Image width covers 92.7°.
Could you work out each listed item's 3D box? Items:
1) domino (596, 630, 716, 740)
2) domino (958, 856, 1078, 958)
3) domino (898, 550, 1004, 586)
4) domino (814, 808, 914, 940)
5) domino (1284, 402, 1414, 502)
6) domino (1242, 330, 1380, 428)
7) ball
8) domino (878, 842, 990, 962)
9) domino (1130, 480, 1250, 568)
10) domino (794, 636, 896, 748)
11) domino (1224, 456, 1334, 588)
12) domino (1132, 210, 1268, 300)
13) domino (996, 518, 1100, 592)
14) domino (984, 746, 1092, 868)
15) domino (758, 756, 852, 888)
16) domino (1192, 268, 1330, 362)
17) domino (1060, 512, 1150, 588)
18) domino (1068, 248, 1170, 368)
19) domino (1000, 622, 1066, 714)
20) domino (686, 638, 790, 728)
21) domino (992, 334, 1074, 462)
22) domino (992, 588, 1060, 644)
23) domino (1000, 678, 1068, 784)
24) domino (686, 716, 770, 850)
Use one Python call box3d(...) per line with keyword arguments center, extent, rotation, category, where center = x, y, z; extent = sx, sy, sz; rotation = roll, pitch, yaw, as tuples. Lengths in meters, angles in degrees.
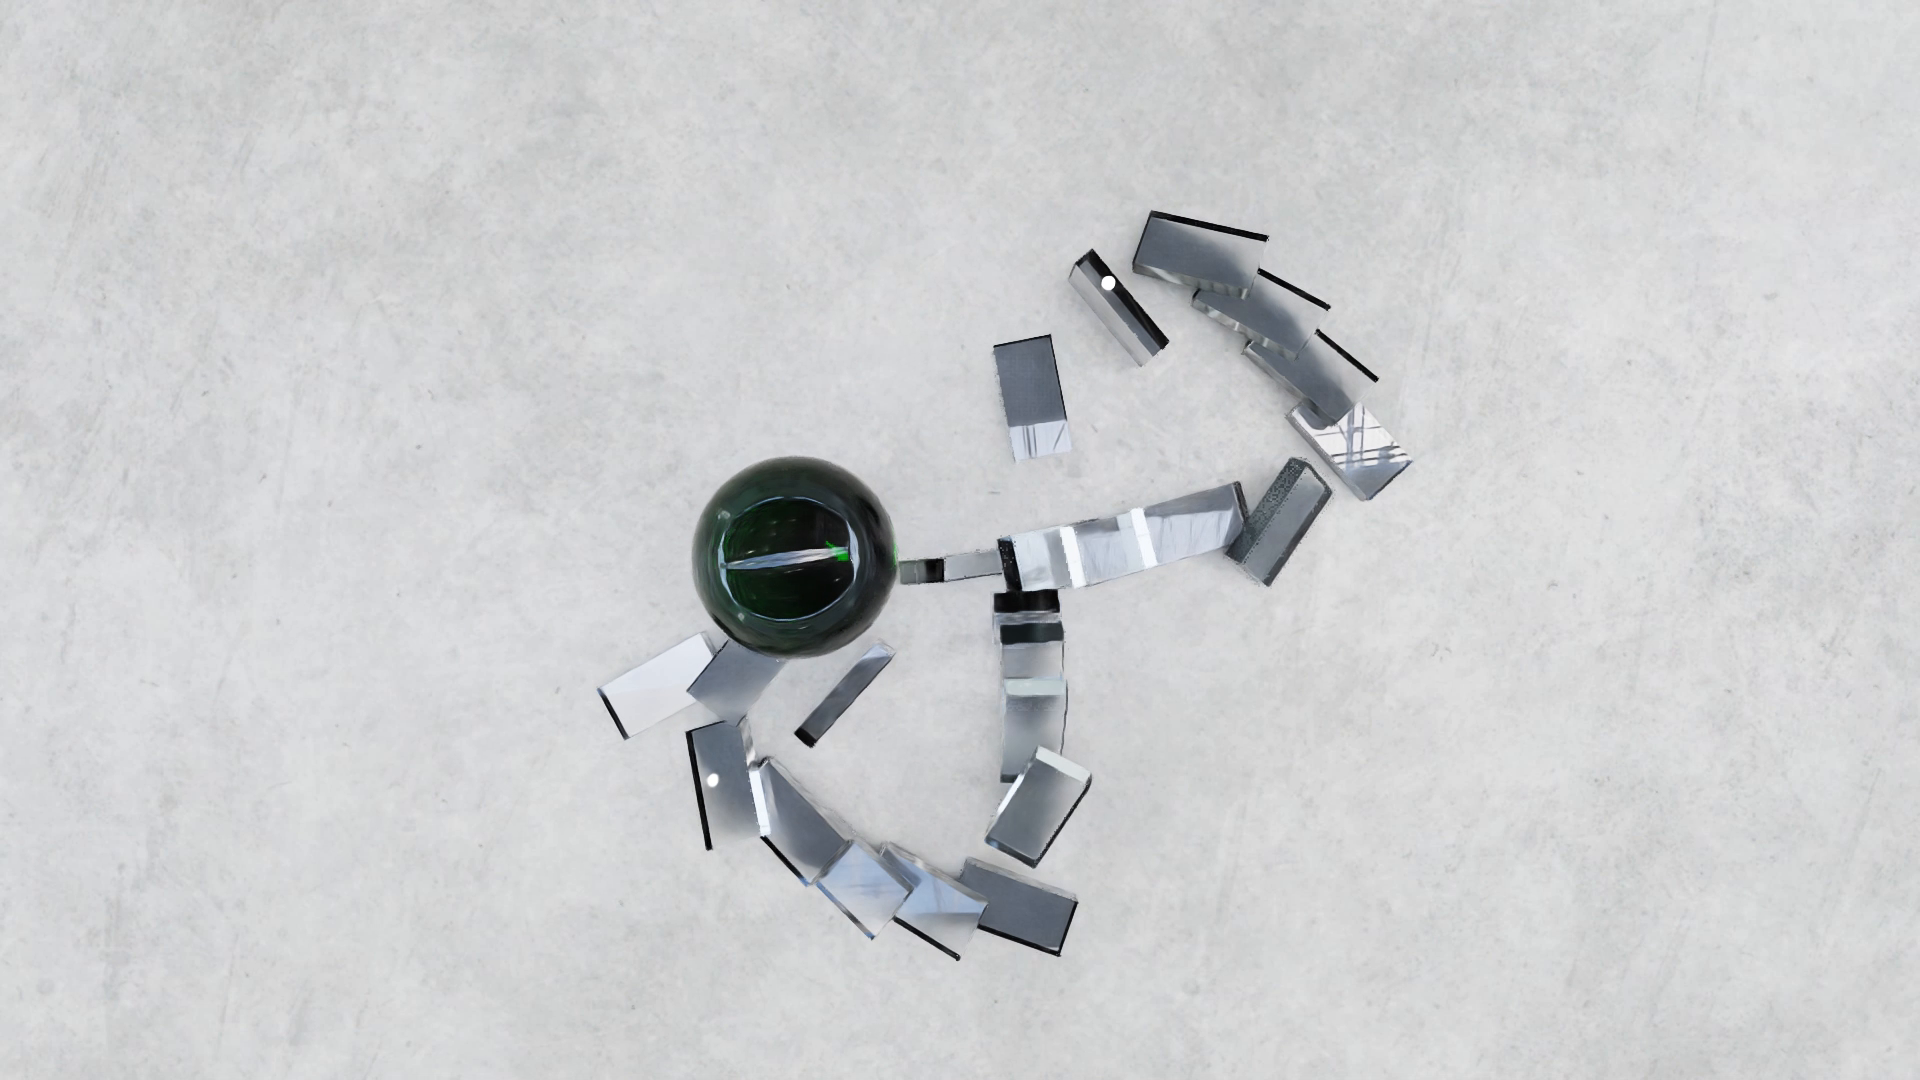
box3d(center=(-0.127, 0.063, 0.395), extent=(0.050, 0.010, 0.025), rotation=(-29, 90, 0), category="domino")
box3d(center=(0.023, 0.158, 0.395), extent=(0.050, 0.010, 0.025), rotation=(19, 90, 0), category="domino")
box3d(center=(0.002, 0.010, 0.373), extent=(0.025, 0.050, 0.009), rotation=(-6, 90, 44), category="domino")
box3d(center=(-0.046, 0.141, 0.388), extent=(0.050, 0.010, 0.025), rotation=(37, 91, 17), category="domino")
box3d(center=(0.167, -0.044, 0.395), extent=(0.025, 0.010, 0.050), rotation=(-42, 90, 0), category="domino")
box3d(center=(0.148, -0.074, 0.389), extent=(0.025, 0.009, 0.050), rotation=(-44, 74, 0), category="domino")
box3d(center=(-0.064, 0.007, 0.360), extent=(0.080, 0.080, 0.080), rotation=(0, 90, 0), category="ball")
box3d(center=(-0.016, 0.153, 0.389), extent=(0.050, 0.010, 0.025), rotation=(26, 90, 15), category="domino")
box3d(center=(0.099, -0.007, 0.387), extent=(0.050, 0.010, 0.025), rotation=(-15, 90, -20), category="domino")
box3d(center=(-0.048, 0.064, 0.388), extent=(0.009, 0.025, 0.050), rotation=(42, 90, 0), category="domino")
box3d(center=(0.136, -0.007, 0.389), extent=(0.025, 0.010, 0.050), rotation=(34, 90, -37), category="domino")
box3d(center=(0.101, -0.121, 0.388), extent=(0.050, 0.009, 0.025), rotation=(18, 83, 15), category="domino")
box3d(center=(0.040, 0.007, 0.381), extent=(0.050, 0.009, 0.025), rotation=(-12, 90, -37), category="domino")
box3d(center=(0.032, 0.113, 0.386), extent=(0.025, 0.009, 0.050), rotation=(27, 114, 0), category="domino")
box3d(center=(-0.072, 0.119, 0.388), extent=(0.050, 0.010, 0.025), rotation=(40, 90, 17), category="domino")
box3d(center=(0.127, -0.099, 0.388), extent=(0.050, 0.010, 0.025), rotation=(35, 87, 16), category="domino")
box3d(center=(0.068, 0.002, 0.385), extent=(0.050, 0.009, 0.025), rotation=(-14, 90, -26), category="domino")
box3d(center=(0.067, -0.097, 0.388), extent=(0.010, 0.025, 0.050), rotation=(-40, 90, 0), category="domino")
box3d(center=(0.029, 0.054, 0.379), extent=(0.025, 0.050, 0.010), rotation=(-3, 47, 0), category="domino")
box3d(center=(-0.089, 0.052, 0.388), extent=(0.025, 0.010, 0.050), rotation=(37, 73, 0), category="domino")
box3d(center=(0.031, -0.061, 0.395), extent=(0.025, 0.009, 0.050), rotation=(-11, 90, 0), category="domino")
box3d(center=(0.026, 0.032, 0.375), extent=(0.025, 0.050, 0.010), rotation=(-4, 71, 1), category="domino")
box3d(center=(0.030, 0.081, 0.383), extent=(0.025, 0.009, 0.050), rotation=(2, 121, 0), category="domino")
box3d(center=(-0.098, 0.102, 0.387), extent=(0.025, 0.009, 0.050), rotation=(-17, 75, 8), category="domino")
